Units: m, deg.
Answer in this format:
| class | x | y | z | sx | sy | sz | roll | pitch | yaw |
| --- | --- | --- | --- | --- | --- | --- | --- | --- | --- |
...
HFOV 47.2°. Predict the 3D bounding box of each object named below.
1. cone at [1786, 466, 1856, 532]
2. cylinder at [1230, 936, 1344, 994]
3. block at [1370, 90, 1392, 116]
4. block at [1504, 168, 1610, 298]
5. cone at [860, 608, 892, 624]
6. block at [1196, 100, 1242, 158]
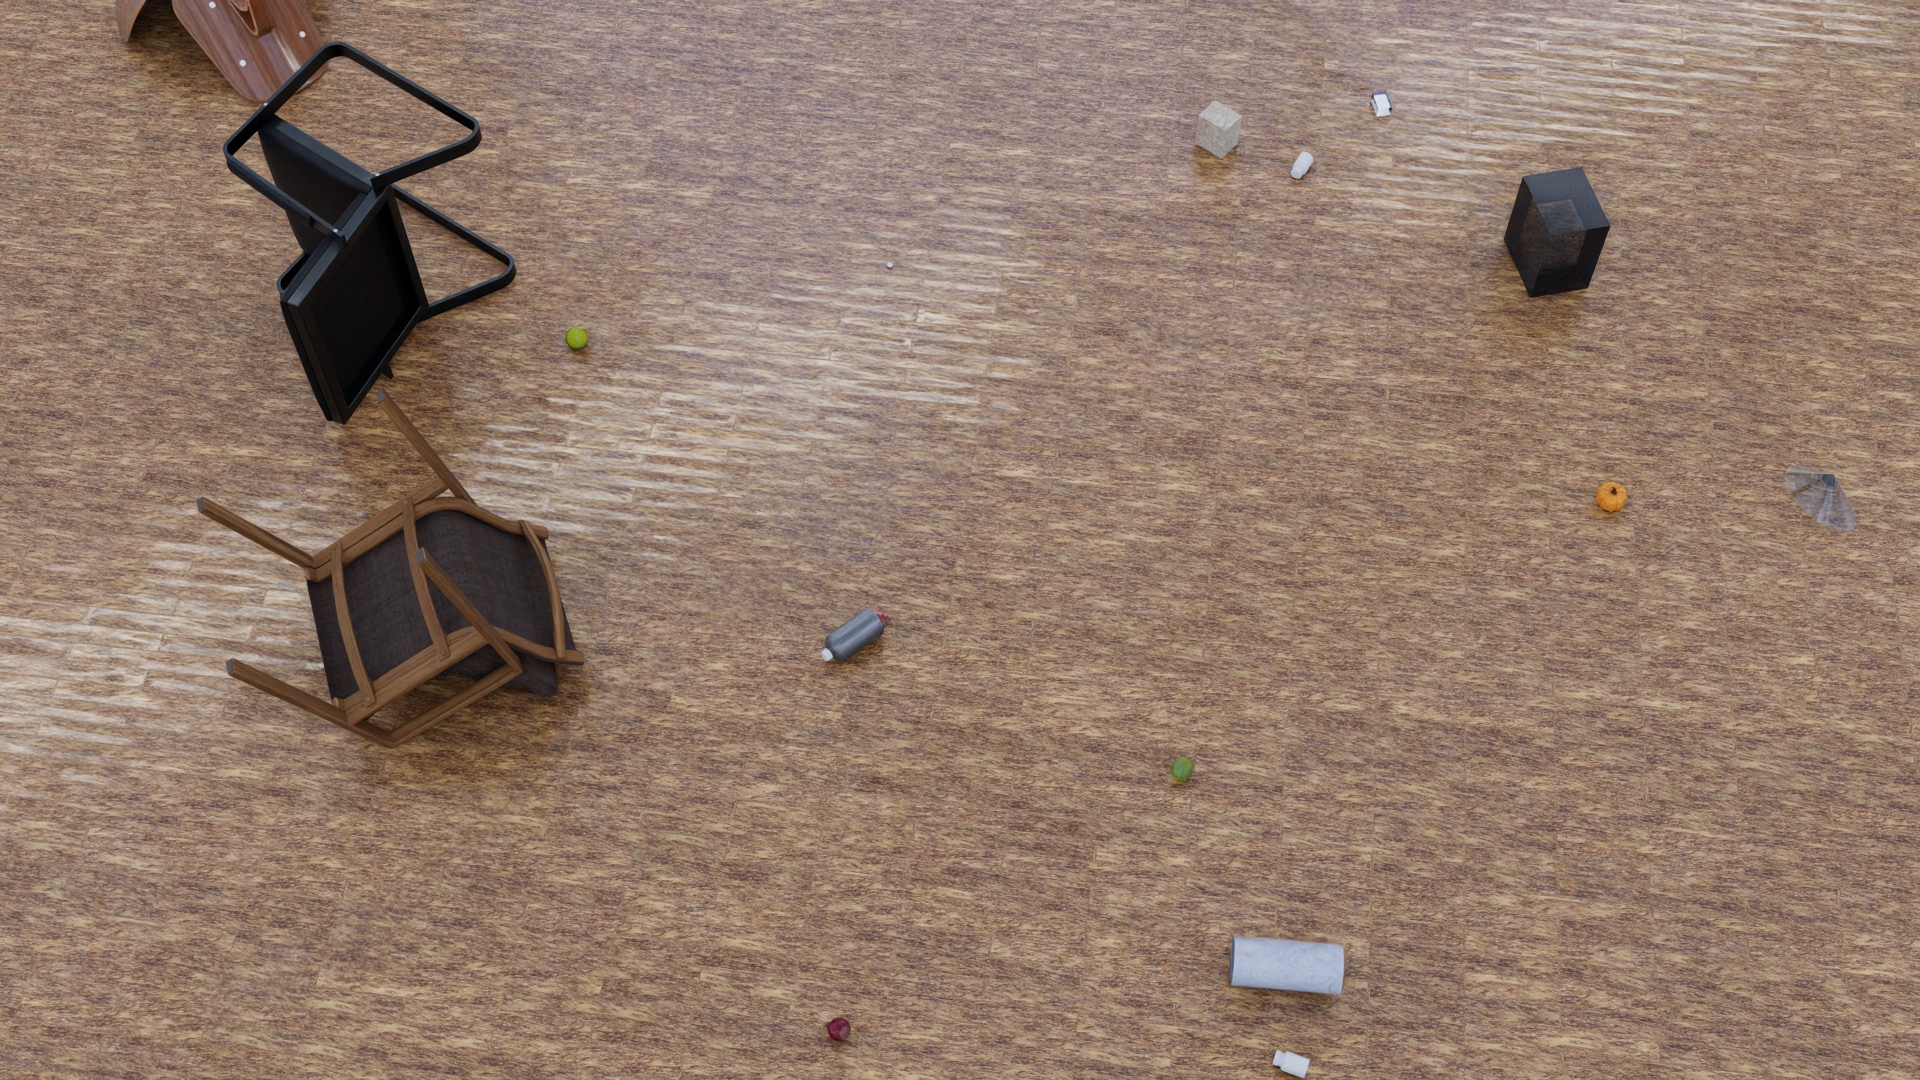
| class | x | y | z | sx | sy | sz | roll | pitch | yaw |
| --- | --- | --- | --- | --- | --- | --- | --- | --- | --- |
| cone | 2.605 | -0.161 | 6.607 | 0.148 | 0.123 | 0.272 | -25 | 60 | -16 |
| cylinder | 0.853 | 1.110 | 5.751 | 0.282 | 0.132 | 0.128 | 4 | 97 | 3 |
| block | 1.449 | -1.500 | 7.559 | 0.049 | 0.036 | 0.080 | -8 | 56 | -5 |
| block | 1.911 | -0.985 | 7.055 | 0.197 | 0.300 | 0.255 | -10 | 57 | -6 |
| cone | -0.243 | 0.214 | 6.421 | 0.094 | 0.034 | 0.052 | 2 | 38 | 2 |
| block | 0.872 | -1.386 | 7.426 | 0.113 | 0.130 | 0.092 | 36 | 63 | 21 |
